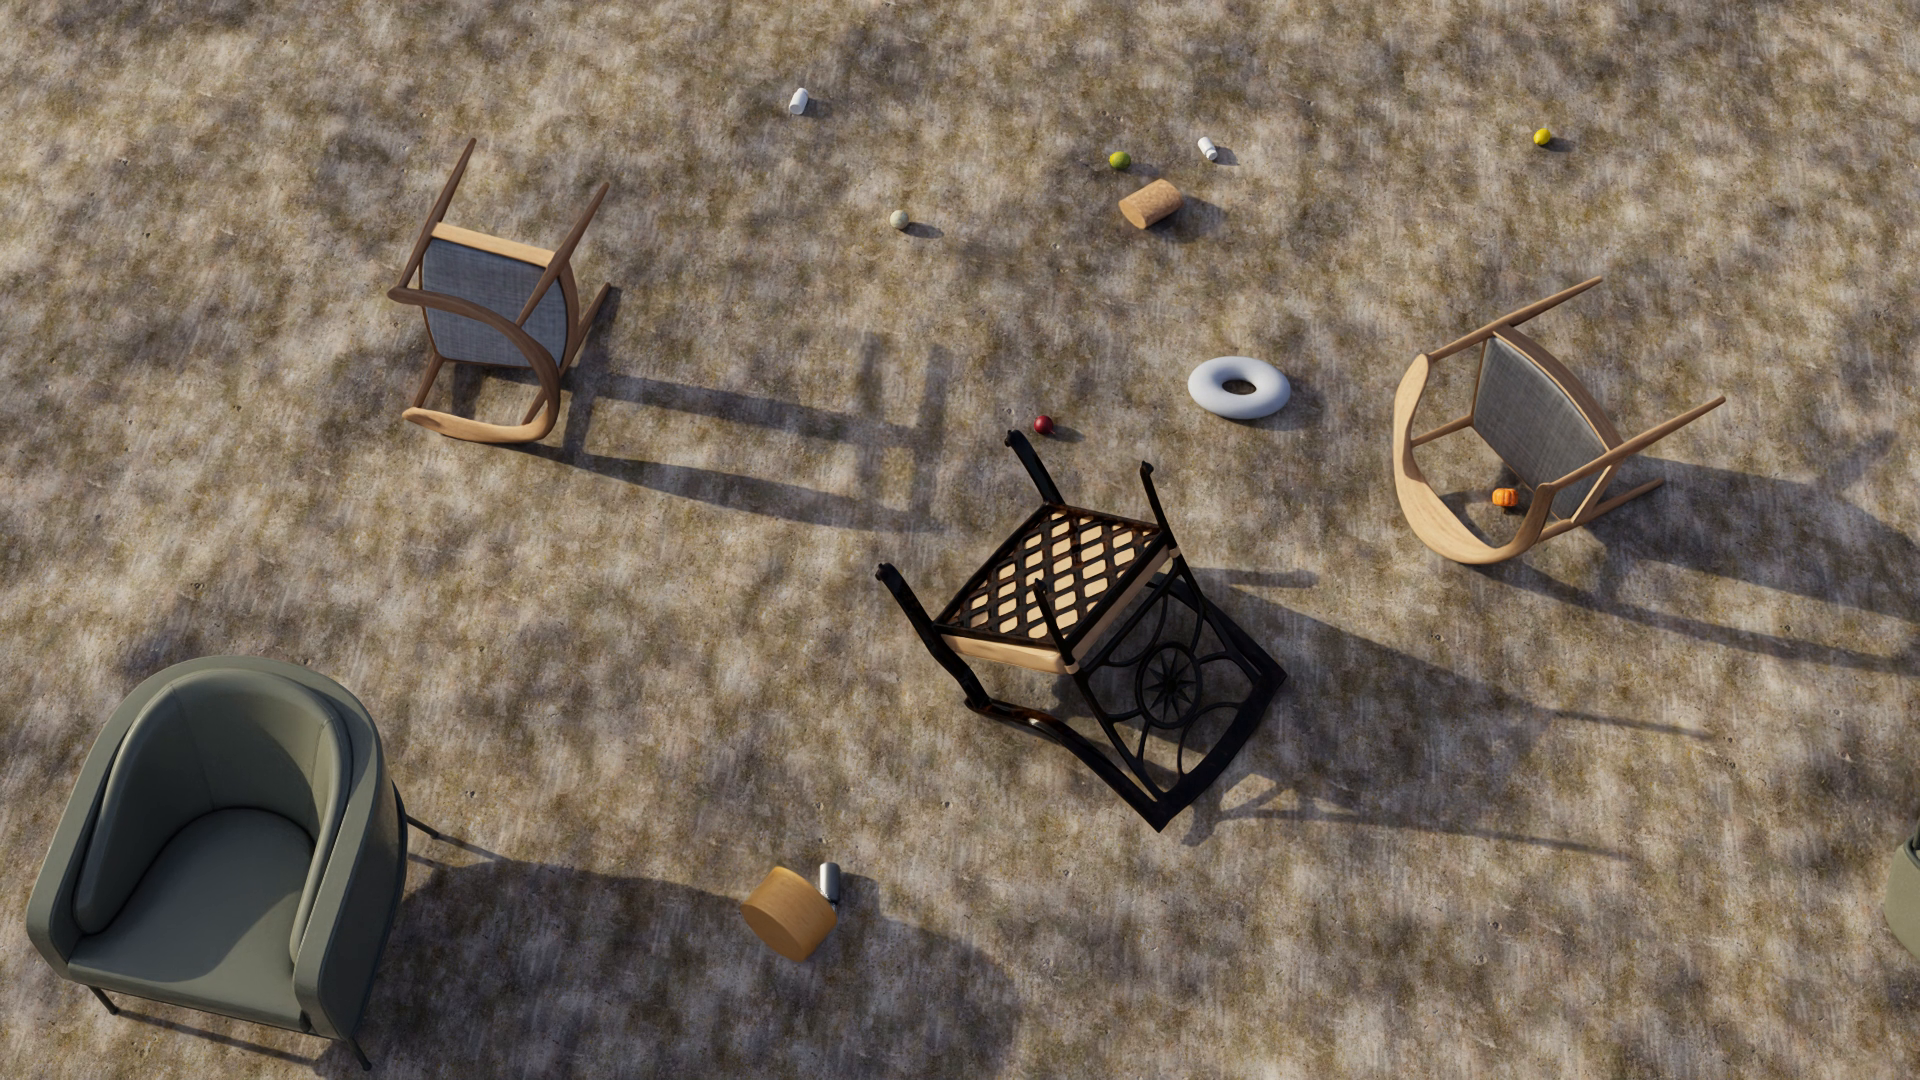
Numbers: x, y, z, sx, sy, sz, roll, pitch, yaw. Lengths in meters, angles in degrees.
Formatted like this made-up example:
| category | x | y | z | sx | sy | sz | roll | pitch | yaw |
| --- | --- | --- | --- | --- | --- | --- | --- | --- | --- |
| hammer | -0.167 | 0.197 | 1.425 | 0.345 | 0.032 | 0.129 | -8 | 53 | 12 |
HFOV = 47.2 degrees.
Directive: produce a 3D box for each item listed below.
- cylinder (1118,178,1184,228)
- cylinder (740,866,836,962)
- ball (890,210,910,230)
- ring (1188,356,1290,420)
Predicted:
| category | x | y | z | sx | sy | sz | roll | pitch | yaw |
| --- | --- | --- | --- | --- | --- | --- | --- | --- | --- |
| cylinder | 0.633 | -1.112 | 7.271 | 0.163 | 0.081 | 0.142 | -31 | 54 | -19 |
| cylinder | -0.451 | 0.984 | 5.776 | 0.221 | 0.230 | 0.133 | 39 | 63 | 6 |
| ball | -0.199 | -1.055 | 7.244 | 0.063 | 0.063 | 0.063 | 0 | 56 | 0 |
| ring | 0.870 | -0.475 | 6.851 | 0.322 | 0.072 | 0.234 | 5 | 55 | 3 |
